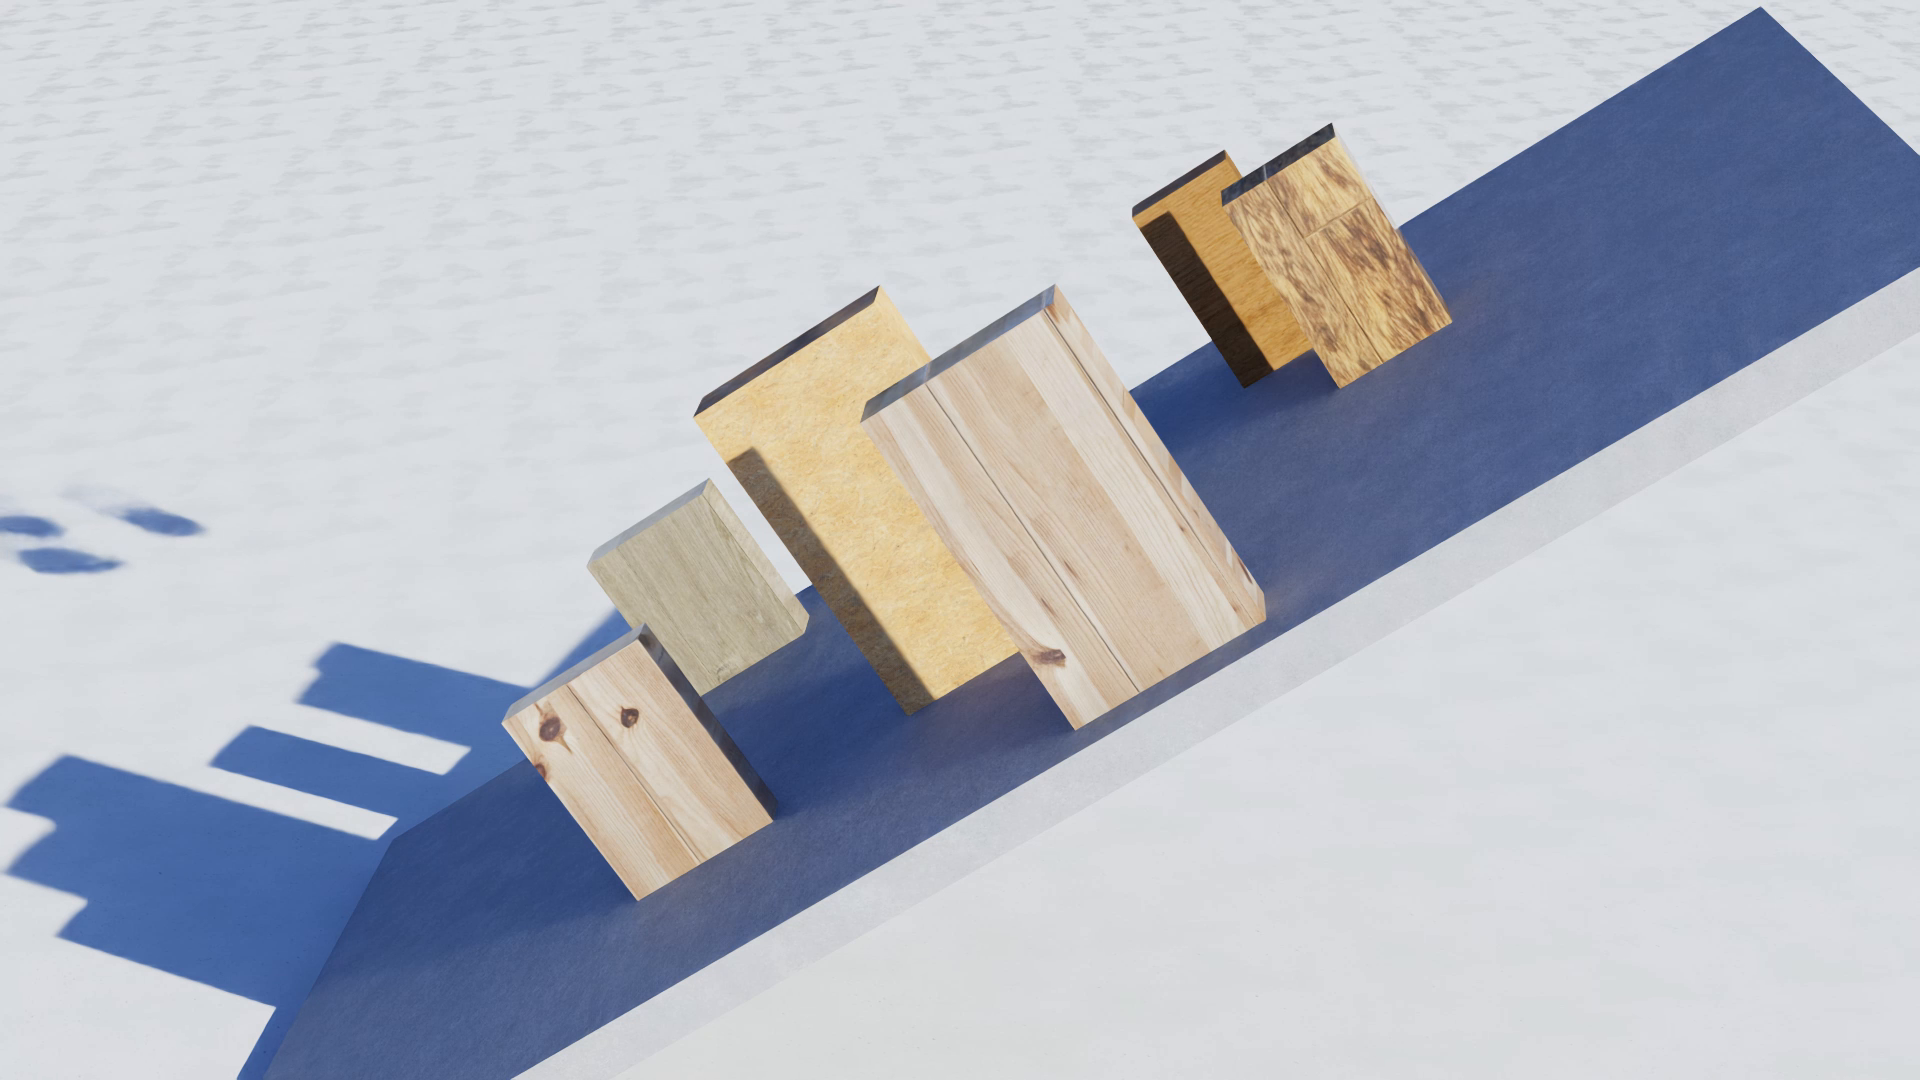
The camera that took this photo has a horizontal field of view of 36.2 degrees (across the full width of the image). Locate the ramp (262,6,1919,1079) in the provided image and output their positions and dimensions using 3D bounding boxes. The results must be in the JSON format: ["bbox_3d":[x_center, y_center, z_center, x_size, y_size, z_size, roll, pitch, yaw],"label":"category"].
[{"bbox_3d":[0.139,0.171,6.298,4.000,0.100,2.000,-31,16,14],"label":"ramp"}]

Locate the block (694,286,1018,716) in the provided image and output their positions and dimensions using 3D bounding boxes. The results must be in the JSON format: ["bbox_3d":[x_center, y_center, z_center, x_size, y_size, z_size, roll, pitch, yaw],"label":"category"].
[{"bbox_3d":[-0.133,-0.073,5.956,0.438,0.766,0.134,-31,16,14],"label":"block"}]

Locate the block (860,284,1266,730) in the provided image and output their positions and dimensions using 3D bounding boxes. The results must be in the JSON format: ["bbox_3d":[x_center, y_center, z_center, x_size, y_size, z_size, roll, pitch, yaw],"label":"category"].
[{"bbox_3d":[0.191,-0.054,5.324,0.410,0.704,0.129,-31,16,14],"label":"block"}]

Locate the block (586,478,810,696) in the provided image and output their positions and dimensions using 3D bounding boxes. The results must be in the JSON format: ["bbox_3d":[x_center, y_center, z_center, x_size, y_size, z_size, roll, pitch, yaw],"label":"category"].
[{"bbox_3d":[-0.629,0.124,7.078,0.344,0.421,0.116,-31,16,14],"label":"block"}]

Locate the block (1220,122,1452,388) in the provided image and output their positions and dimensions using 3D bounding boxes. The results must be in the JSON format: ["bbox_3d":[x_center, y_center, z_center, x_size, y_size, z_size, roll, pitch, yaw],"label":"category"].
[{"bbox_3d":[0.787,-0.594,6.155,0.272,0.466,0.138,-31,16,14],"label":"block"}]

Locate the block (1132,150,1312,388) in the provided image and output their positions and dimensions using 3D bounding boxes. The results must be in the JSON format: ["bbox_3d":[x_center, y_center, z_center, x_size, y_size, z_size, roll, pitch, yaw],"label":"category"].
[{"bbox_3d":[0.612,-0.602,6.551,0.243,0.467,0.100,-31,16,14],"label":"block"}]

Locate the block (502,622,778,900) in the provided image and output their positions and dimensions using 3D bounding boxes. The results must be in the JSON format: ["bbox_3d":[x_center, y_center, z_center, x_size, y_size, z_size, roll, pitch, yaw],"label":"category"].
[{"bbox_3d":[-0.651,0.456,6.013,0.343,0.474,0.092,-31,16,14],"label":"block"}]
